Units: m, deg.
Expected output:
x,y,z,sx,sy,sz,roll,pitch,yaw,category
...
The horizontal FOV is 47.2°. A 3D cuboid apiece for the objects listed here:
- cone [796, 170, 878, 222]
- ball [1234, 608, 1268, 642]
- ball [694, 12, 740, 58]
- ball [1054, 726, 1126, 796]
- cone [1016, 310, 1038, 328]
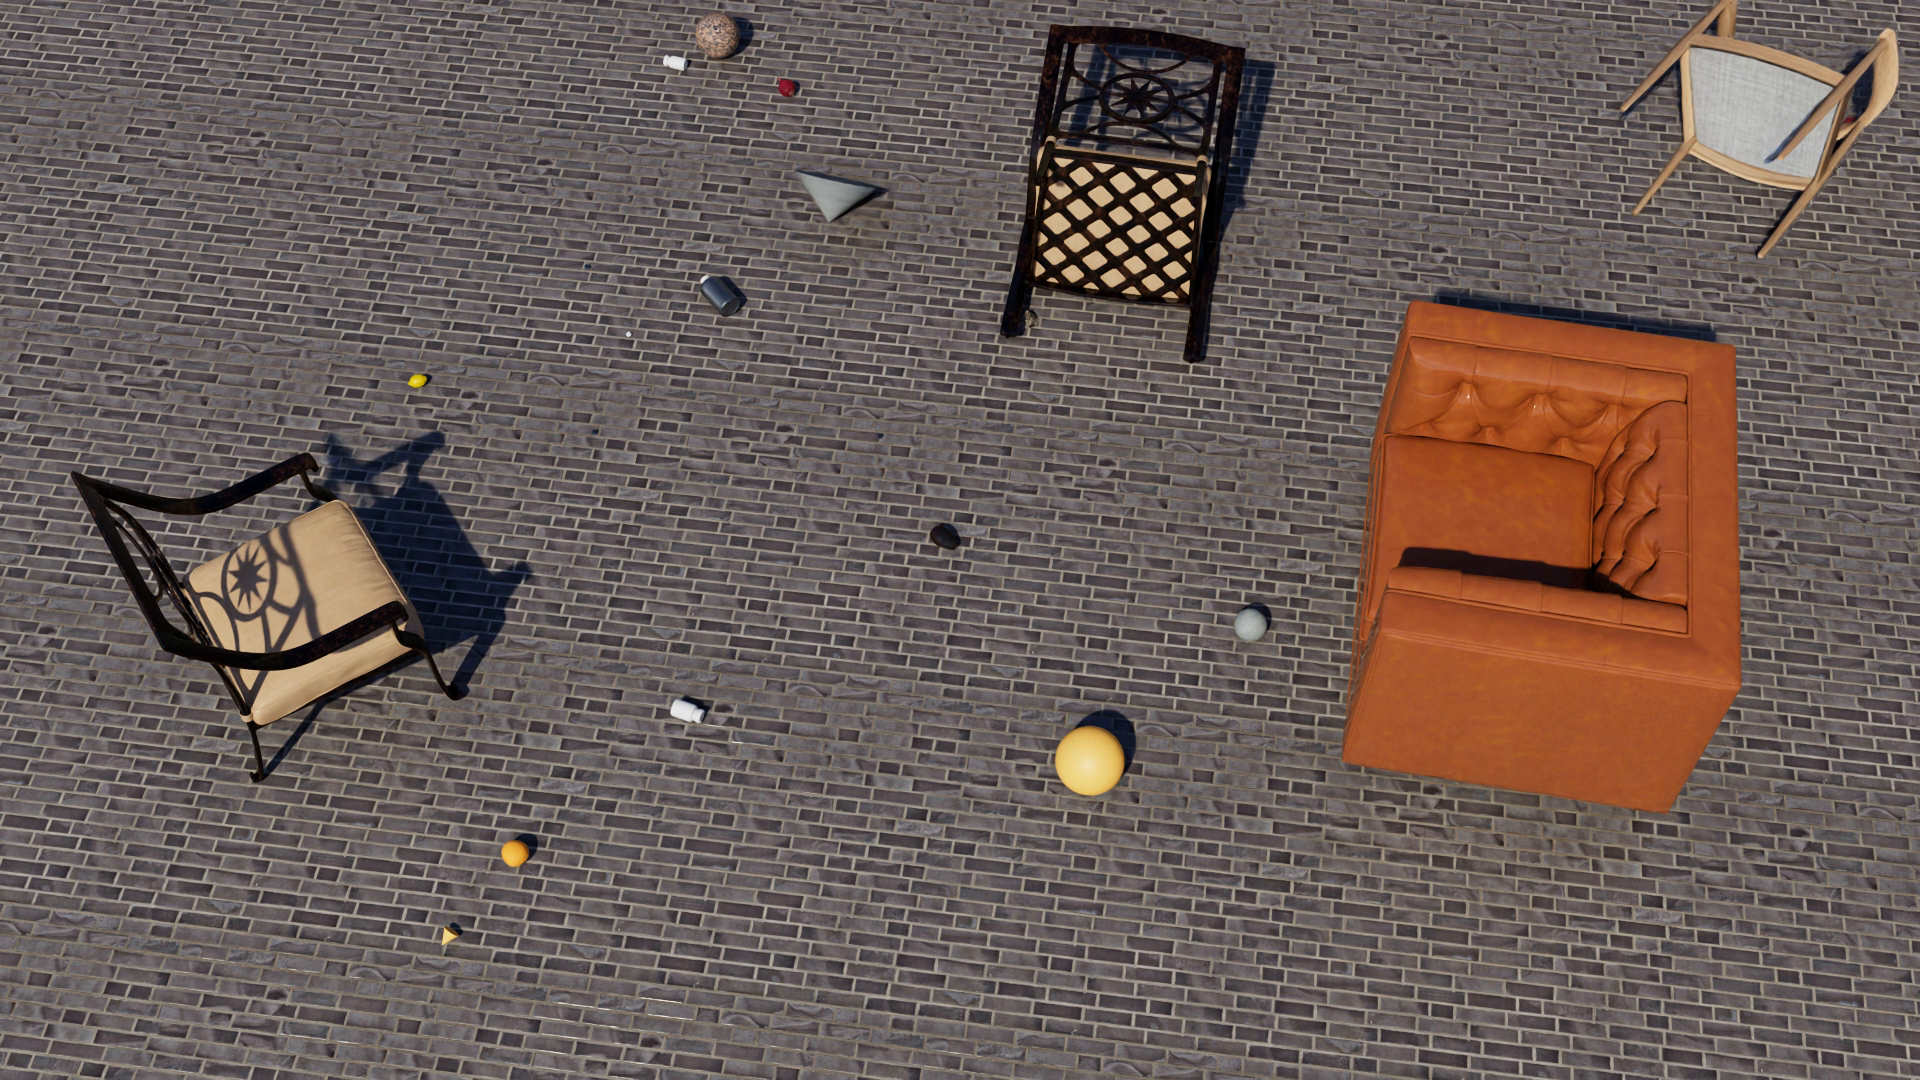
x,y,z,sx,sy,sz,roll,pitch,yaw,category
-0.418,-1.119,7.264,0.284,0.145,0.285,1,15,-42,cone
0.840,0.245,6.351,0.097,0.097,0.097,0,56,0,ball
-0.844,-1.758,7.659,0.157,0.157,0.157,0,56,0,ball
0.358,0.607,6.051,0.193,0.193,0.193,0,56,0,ball
0.215,-0.720,7.027,0.067,0.050,0.076,30,61,18,cone
